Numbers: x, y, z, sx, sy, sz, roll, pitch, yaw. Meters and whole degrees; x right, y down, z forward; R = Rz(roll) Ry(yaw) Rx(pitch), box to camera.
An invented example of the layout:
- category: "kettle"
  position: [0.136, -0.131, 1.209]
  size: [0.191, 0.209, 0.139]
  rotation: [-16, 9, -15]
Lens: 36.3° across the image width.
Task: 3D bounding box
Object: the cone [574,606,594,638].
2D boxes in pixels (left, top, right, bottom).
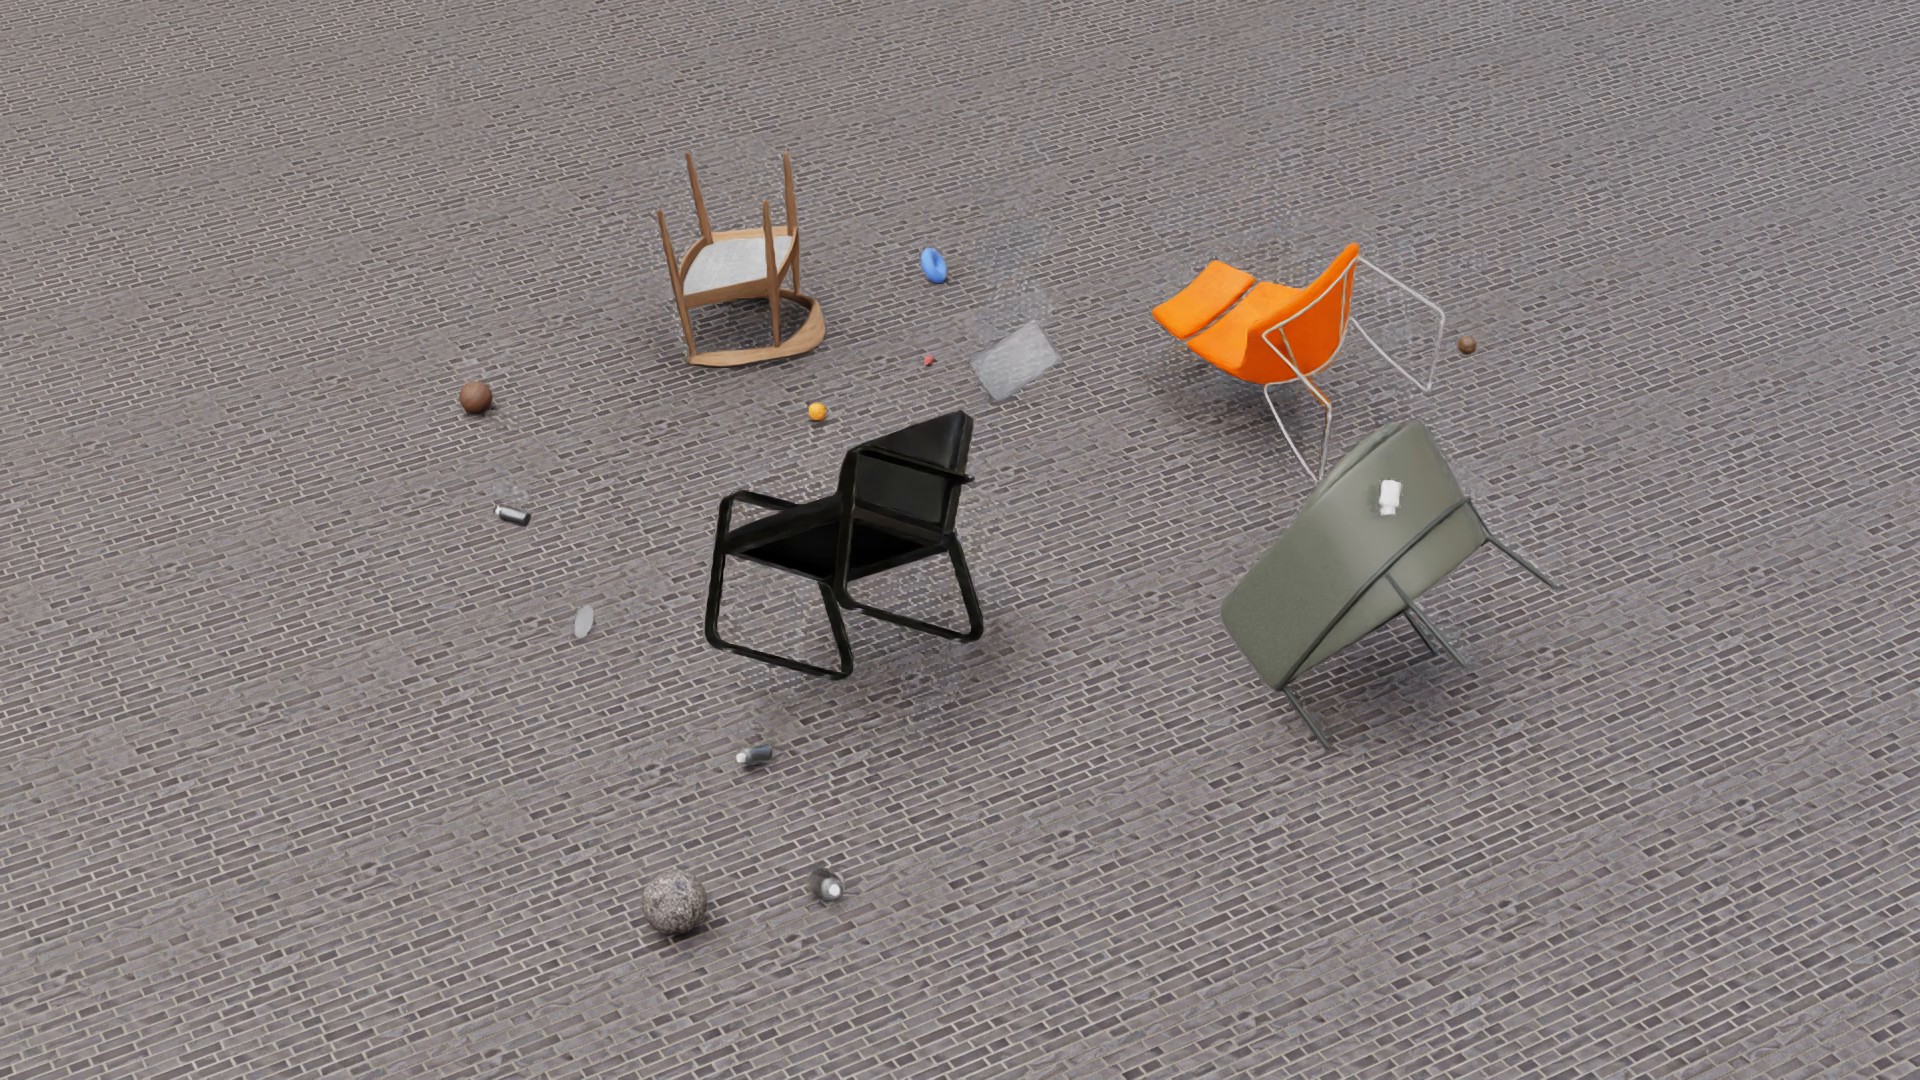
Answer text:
- category: "cone"
  position: [-1.358, 0.272, 10.482]
  size: [0.063, 0.121, 0.166]
  rotation: [13, 9, -19]

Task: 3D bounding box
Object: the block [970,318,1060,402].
- category: "block"
  position: [0.218, -0.714, 11.703]
  size: [0.310, 0.190, 0.140]
  rotation: [-34, -1, 1]

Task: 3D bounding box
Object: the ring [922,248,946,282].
- category: "ring"
  position: [-0.112, -1.183, 12.615]
  size: [0.051, 0.157, 0.165]
  rotation: [-22, 1, 25]

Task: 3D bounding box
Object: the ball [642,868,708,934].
- category: "ball"
  position: [-0.882, 1.119, 9.063]
  size: [0.203, 0.203, 0.203]
  rotation: [0, 33, 0]

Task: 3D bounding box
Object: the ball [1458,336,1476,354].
- category: "ball"
  position: [1.745, -0.670, 10.083]
  size: [0.064, 0.064, 0.064]
  rotation: [0, 33, 0]
